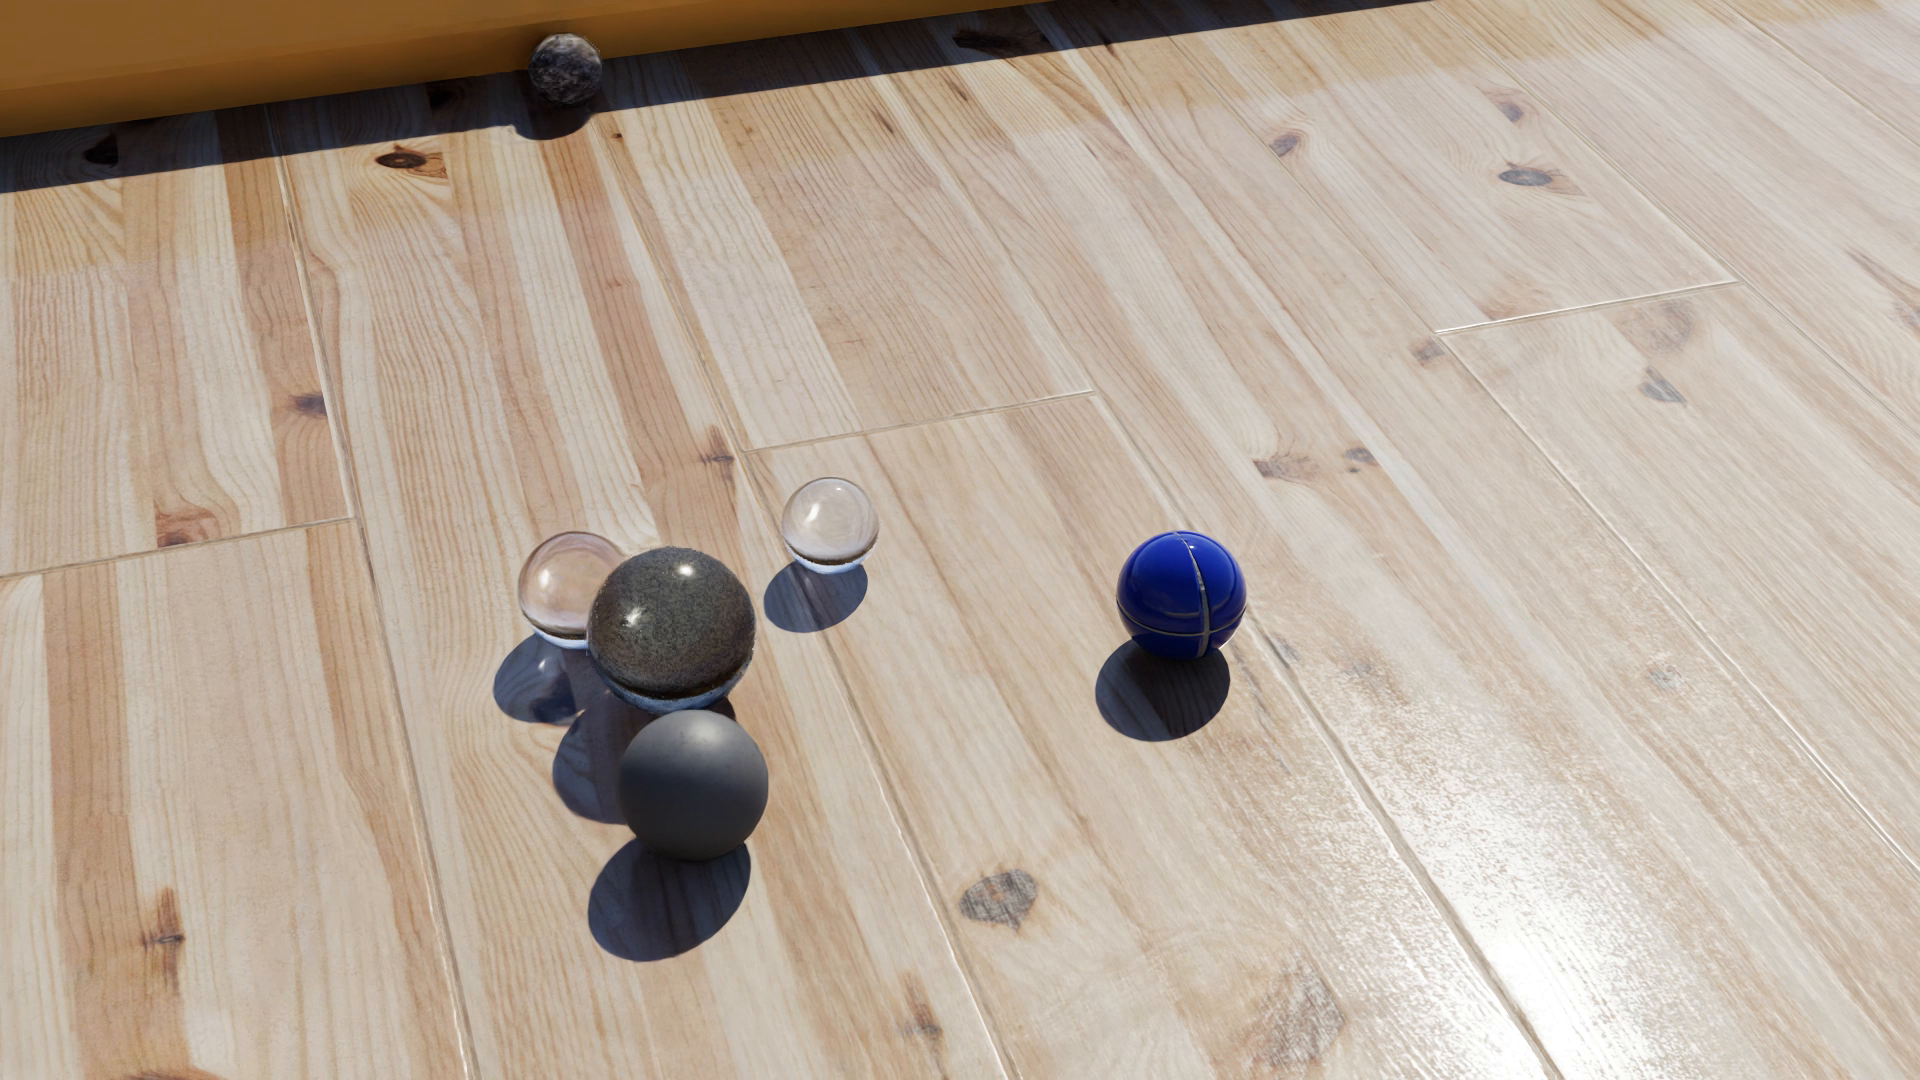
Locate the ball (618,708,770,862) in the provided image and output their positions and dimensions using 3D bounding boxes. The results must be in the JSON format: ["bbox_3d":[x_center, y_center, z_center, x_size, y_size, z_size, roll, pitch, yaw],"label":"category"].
[{"bbox_3d":[-0.141,0.130,1.357,0.080,0.080,0.080,0,36,0],"label":"ball"}]

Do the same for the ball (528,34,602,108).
[{"bbox_3d":[-0.321,-0.382,2.090,0.059,0.059,0.059,0,36,0],"label":"ball"}]

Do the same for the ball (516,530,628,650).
[{"bbox_3d":[-0.224,0.029,1.505,0.071,0.071,0.071,0,36,0],"label":"ball"}]

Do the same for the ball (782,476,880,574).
[{"bbox_3d":[-0.079,-0.009,1.567,0.061,0.061,0.061,0,36,0],"label":"ball"}]

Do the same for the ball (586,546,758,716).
[{"bbox_3d":[-0.163,0.052,1.452,0.096,0.096,0.096,0,36,0],"label":"ball"}]

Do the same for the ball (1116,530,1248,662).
[{"bbox_3d":[0.129,0.032,1.496,0.077,0.077,0.077,0,36,0],"label":"ball"}]

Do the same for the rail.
[{"bbox_3d":[0.451,-0.584,2.313,2.877,0.125,0.045,-10,37,-14],"label":"rail"}]
